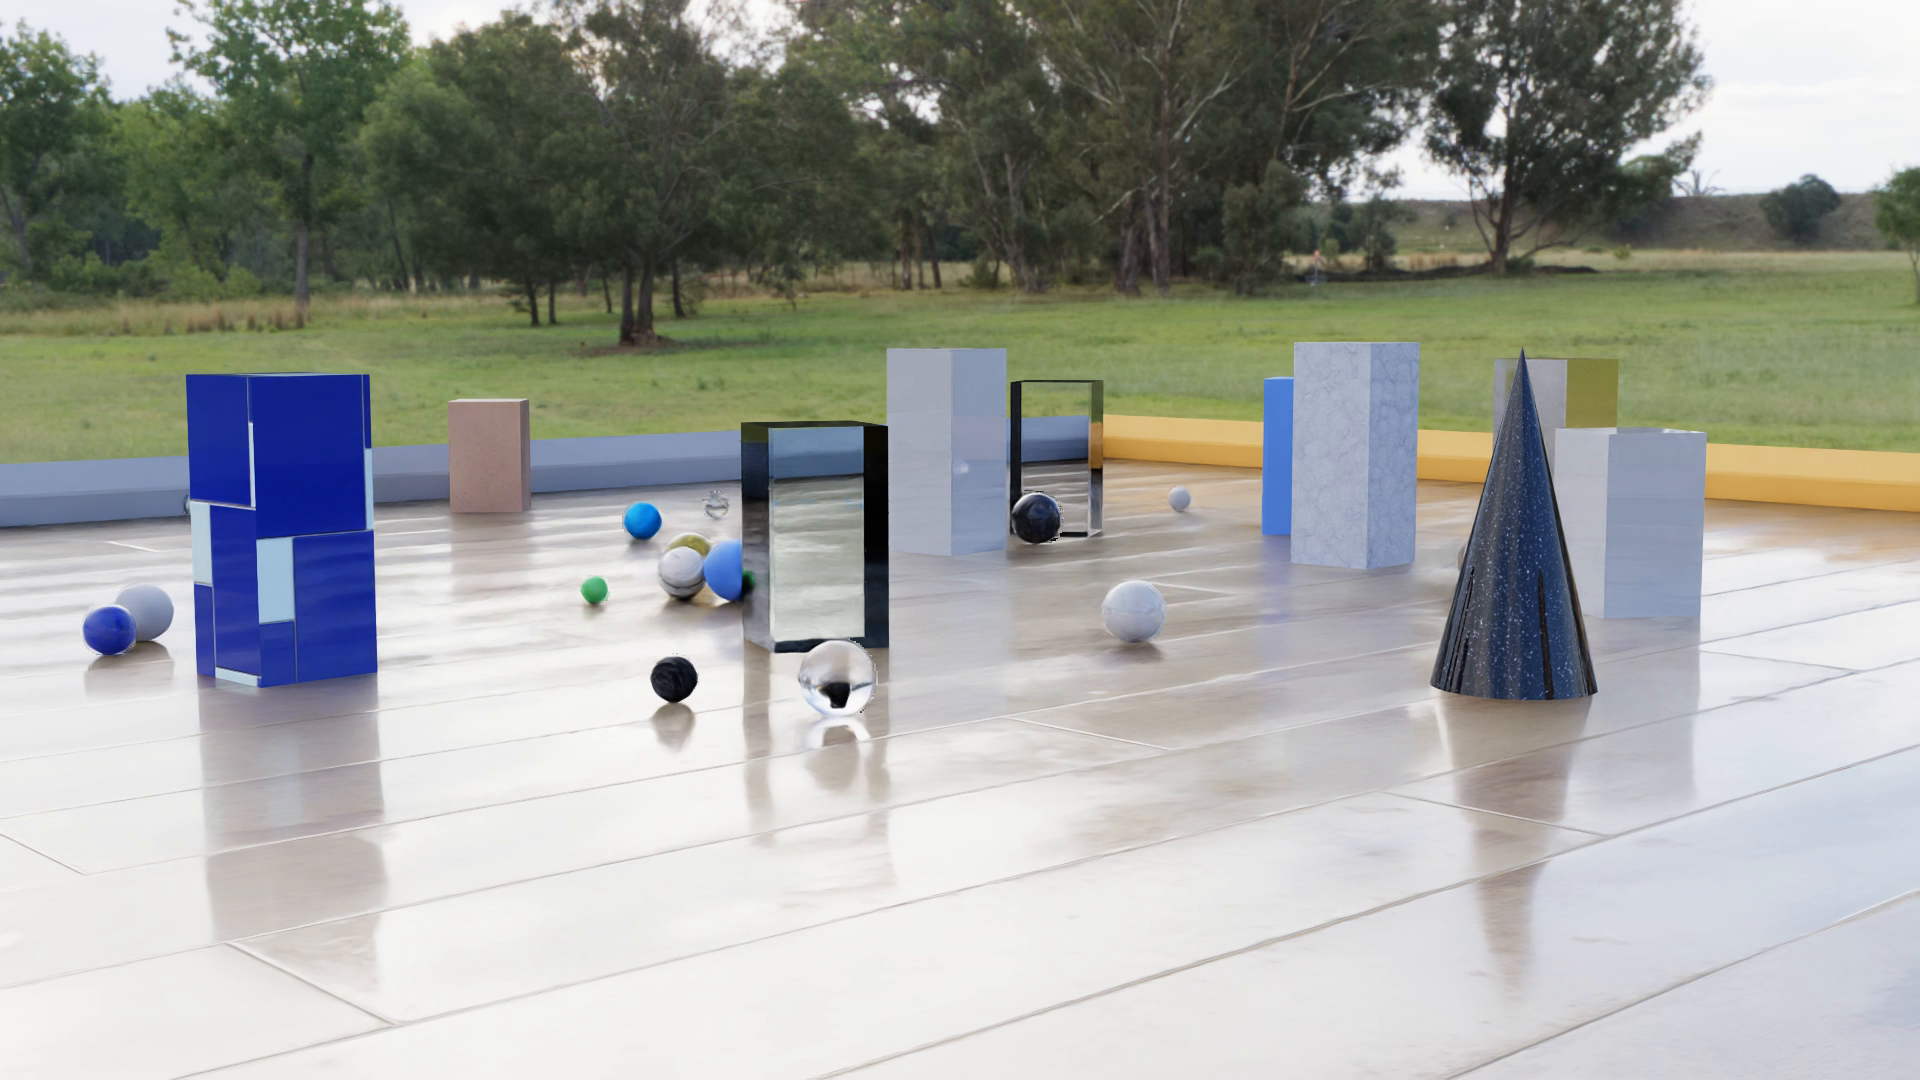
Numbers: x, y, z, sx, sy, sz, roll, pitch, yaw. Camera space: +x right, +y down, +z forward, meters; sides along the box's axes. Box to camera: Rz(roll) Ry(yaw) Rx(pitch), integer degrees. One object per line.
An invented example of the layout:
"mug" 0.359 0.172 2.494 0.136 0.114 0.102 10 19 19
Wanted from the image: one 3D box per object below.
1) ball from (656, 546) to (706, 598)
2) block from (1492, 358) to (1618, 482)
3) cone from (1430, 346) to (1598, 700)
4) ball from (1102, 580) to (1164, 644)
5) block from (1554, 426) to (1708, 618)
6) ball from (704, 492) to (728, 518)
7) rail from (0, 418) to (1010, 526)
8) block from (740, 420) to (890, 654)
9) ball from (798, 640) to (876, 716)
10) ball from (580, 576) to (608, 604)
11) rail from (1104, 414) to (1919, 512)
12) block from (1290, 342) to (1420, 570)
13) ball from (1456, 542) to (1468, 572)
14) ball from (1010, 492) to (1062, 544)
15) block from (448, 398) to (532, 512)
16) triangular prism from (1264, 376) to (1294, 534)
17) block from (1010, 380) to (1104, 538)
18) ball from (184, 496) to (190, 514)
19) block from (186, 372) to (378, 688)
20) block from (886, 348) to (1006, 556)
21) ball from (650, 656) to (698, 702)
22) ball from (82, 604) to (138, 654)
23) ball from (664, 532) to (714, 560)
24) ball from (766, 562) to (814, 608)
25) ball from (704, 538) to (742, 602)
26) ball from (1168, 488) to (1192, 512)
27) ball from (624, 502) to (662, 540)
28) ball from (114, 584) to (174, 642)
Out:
"ball" -0.428 0.051 3.397 0.080 0.080 0.080 0 6 0
"block" 1.088 -0.154 4.029 0.157 0.356 0.157 -5 8 -39
"cone" 0.658 -0.028 2.593 0.196 0.403 0.196 0 6 0
"ball" 0.231 0.096 2.944 0.084 0.084 0.084 0 6 0
"block" 0.989 -0.029 3.260 0.157 0.267 0.157 -1 6 -13
"ball" -0.523 -0.074 4.714 0.054 0.054 0.054 0 6 0
"rail" -1.487 -0.135 4.935 5.197 0.127 0.045 -5 8 -42
"block" -0.195 -0.009 2.942 0.157 0.293 0.157 -2 6 -21
"ball" -0.135 0.152 2.413 0.084 0.084 0.084 0 6 0
"ball" -0.557 0.075 3.349 0.042 0.042 0.042 0 6 0
"rail" 1.892 -0.149 5.069 0.045 0.127 4.433 -5 8 -42
"block" 0.696 -0.153 3.873 0.157 0.388 0.157 6 8 43
"ball" 0.842 0.035 3.547 0.080 0.080 0.080 0 6 0
"ball" 0.146 -0.041 4.192 0.098 0.098 0.098 0 6 0
"block" -1.051 -0.191 4.922 0.157 0.244 0.157 0 6 -4
"triangular prism" 0.671 -0.174 4.446 0.169 0.308 0.147 -1 6 -12
"block" 0.194 -0.166 4.395 0.157 0.303 0.157 2 6 14
"ball" -1.649 -0.076 4.753 0.049 0.049 0.049 0 6 0
"block" -0.829 -0.019 2.690 0.157 0.366 0.157 6 8 43
"block" -0.025 -0.168 4.077 0.157 0.374 0.157 5 8 40
"ball" -0.325 0.158 2.502 0.053 0.053 0.053 0 6 0
"ball" -1.101 0.115 2.847 0.066 0.066 0.066 0 6 0
"ball" -0.439 0.030 3.573 0.085 0.085 0.085 0 6 0
"ball" -0.255 0.067 3.286 0.071 0.071 0.071 0 6 0
"ball" -0.344 0.046 3.370 0.096 0.096 0.096 0 6 0
"ball" 0.487 -0.090 4.878 0.053 0.053 0.053 0 6 0
"ball" -0.616 -0.037 4.274 0.072 0.072 0.072 0 6 0
"ball" -1.101 0.097 2.964 0.078 0.078 0.078 0 6 0
